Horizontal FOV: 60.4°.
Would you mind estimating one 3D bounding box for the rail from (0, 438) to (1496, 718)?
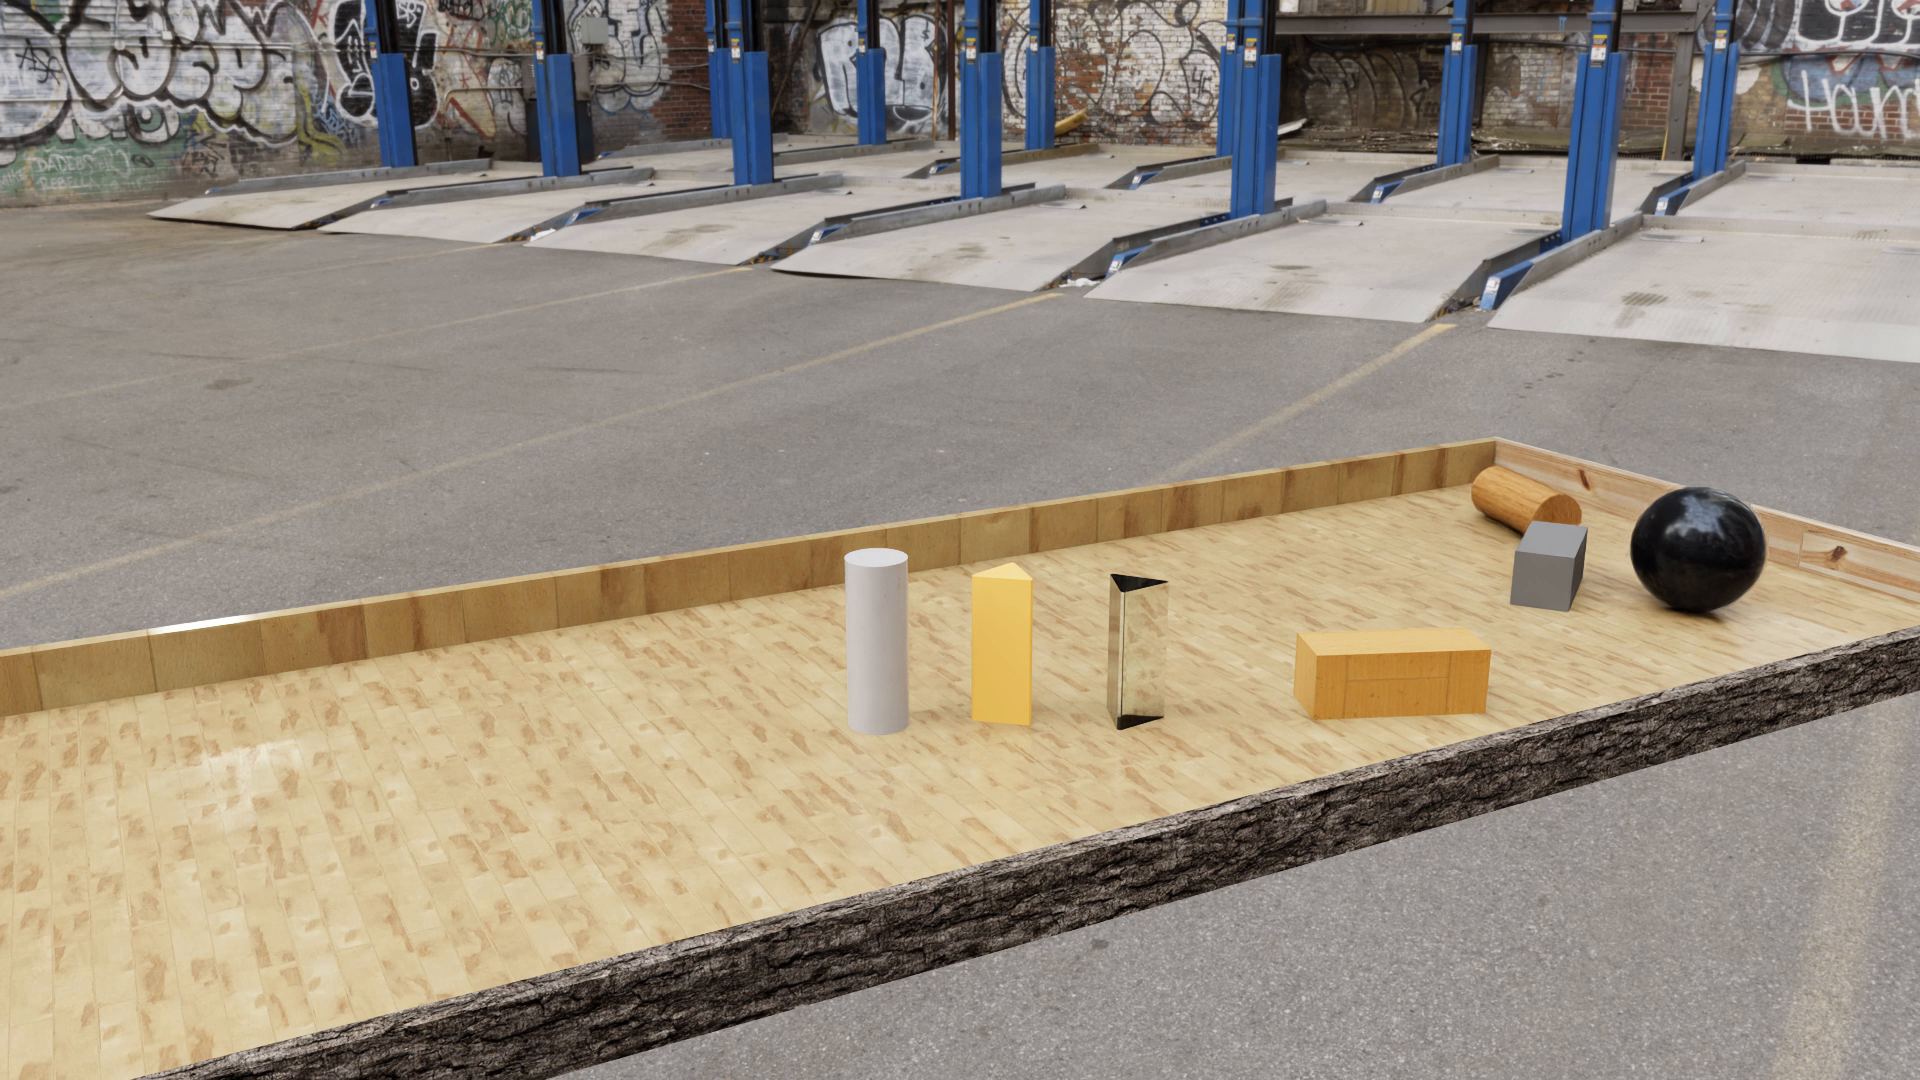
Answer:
[{"bbox_3d":[-3.305,0.497,3.399,12.000,0.150,0.050,-9,18,-27],"label":"rail"}]

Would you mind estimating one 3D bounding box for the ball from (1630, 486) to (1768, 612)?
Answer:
[{"bbox_3d":[2.077,0.025,4.645,0.353,0.353,0.353,0,16,0],"label":"ball"}]

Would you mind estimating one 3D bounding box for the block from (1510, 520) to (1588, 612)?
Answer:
[{"bbox_3d":[1.725,0.073,4.823,0.160,0.160,0.356,8,18,25],"label":"block"}]

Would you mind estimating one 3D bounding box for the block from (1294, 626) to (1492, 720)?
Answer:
[{"bbox_3d":[1.038,0.320,3.980,0.422,0.162,0.162,-2,16,-5],"label":"block"}]

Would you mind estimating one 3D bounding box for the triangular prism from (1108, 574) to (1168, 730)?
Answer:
[{"bbox_3d":[0.392,0.256,3.885,0.141,0.338,0.123,-11,20,-33],"label":"triangular prism"}]

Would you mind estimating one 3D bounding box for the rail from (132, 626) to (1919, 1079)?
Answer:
[{"bbox_3d":[-2.336,1.006,1.665,12.000,0.150,0.050,-9,18,-27],"label":"rail"}]

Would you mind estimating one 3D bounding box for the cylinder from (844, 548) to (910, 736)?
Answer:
[{"bbox_3d":[-0.192,0.235,3.830,0.145,0.408,0.145,0,16,0],"label":"cylinder"}]

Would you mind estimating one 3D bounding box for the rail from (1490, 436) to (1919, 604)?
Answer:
[{"bbox_3d":[2.466,-0.048,5.253,0.050,0.150,2.100,-9,18,-27],"label":"rail"}]

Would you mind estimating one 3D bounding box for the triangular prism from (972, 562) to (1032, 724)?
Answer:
[{"bbox_3d":[0.111,0.242,3.897,0.141,0.358,0.122,4,17,13],"label":"triangular prism"}]

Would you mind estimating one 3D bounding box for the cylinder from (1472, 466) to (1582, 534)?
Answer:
[{"bbox_3d":[1.862,-0.115,5.440,0.172,0.172,0.392,-3,17,-11],"label":"cylinder"}]
